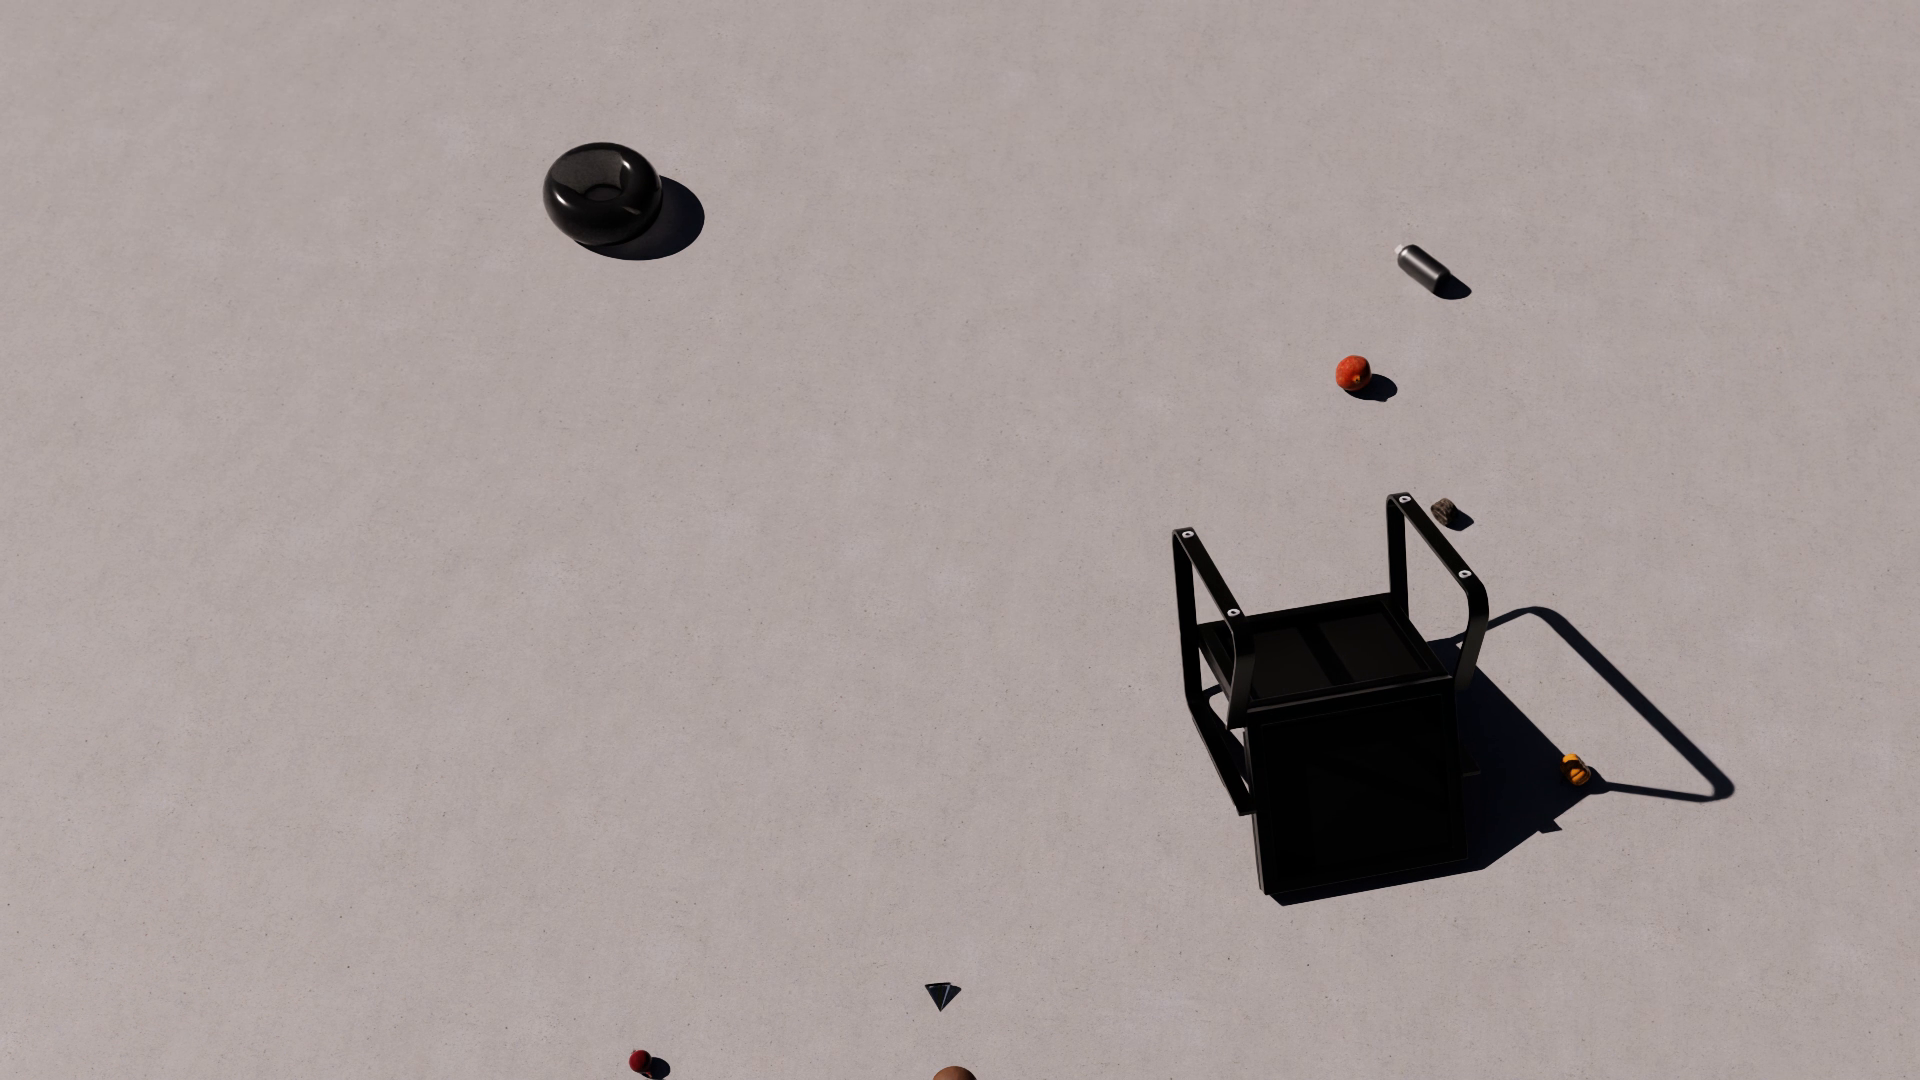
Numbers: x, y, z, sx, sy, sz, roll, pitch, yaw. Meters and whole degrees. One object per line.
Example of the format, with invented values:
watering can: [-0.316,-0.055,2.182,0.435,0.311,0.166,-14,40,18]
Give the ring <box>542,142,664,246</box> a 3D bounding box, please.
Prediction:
ring: [-1.176,-1.140,7.241,0.402,0.165,0.387,37,62,21]

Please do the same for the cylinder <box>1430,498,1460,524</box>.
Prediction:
cylinder: [1.454,-0.086,6.595,0.045,0.060,0.075,-30,57,-19]

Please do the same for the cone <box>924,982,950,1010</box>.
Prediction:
cone: [-0.055,1.199,5.757,0.073,0.042,0.074,-4,75,-10]
